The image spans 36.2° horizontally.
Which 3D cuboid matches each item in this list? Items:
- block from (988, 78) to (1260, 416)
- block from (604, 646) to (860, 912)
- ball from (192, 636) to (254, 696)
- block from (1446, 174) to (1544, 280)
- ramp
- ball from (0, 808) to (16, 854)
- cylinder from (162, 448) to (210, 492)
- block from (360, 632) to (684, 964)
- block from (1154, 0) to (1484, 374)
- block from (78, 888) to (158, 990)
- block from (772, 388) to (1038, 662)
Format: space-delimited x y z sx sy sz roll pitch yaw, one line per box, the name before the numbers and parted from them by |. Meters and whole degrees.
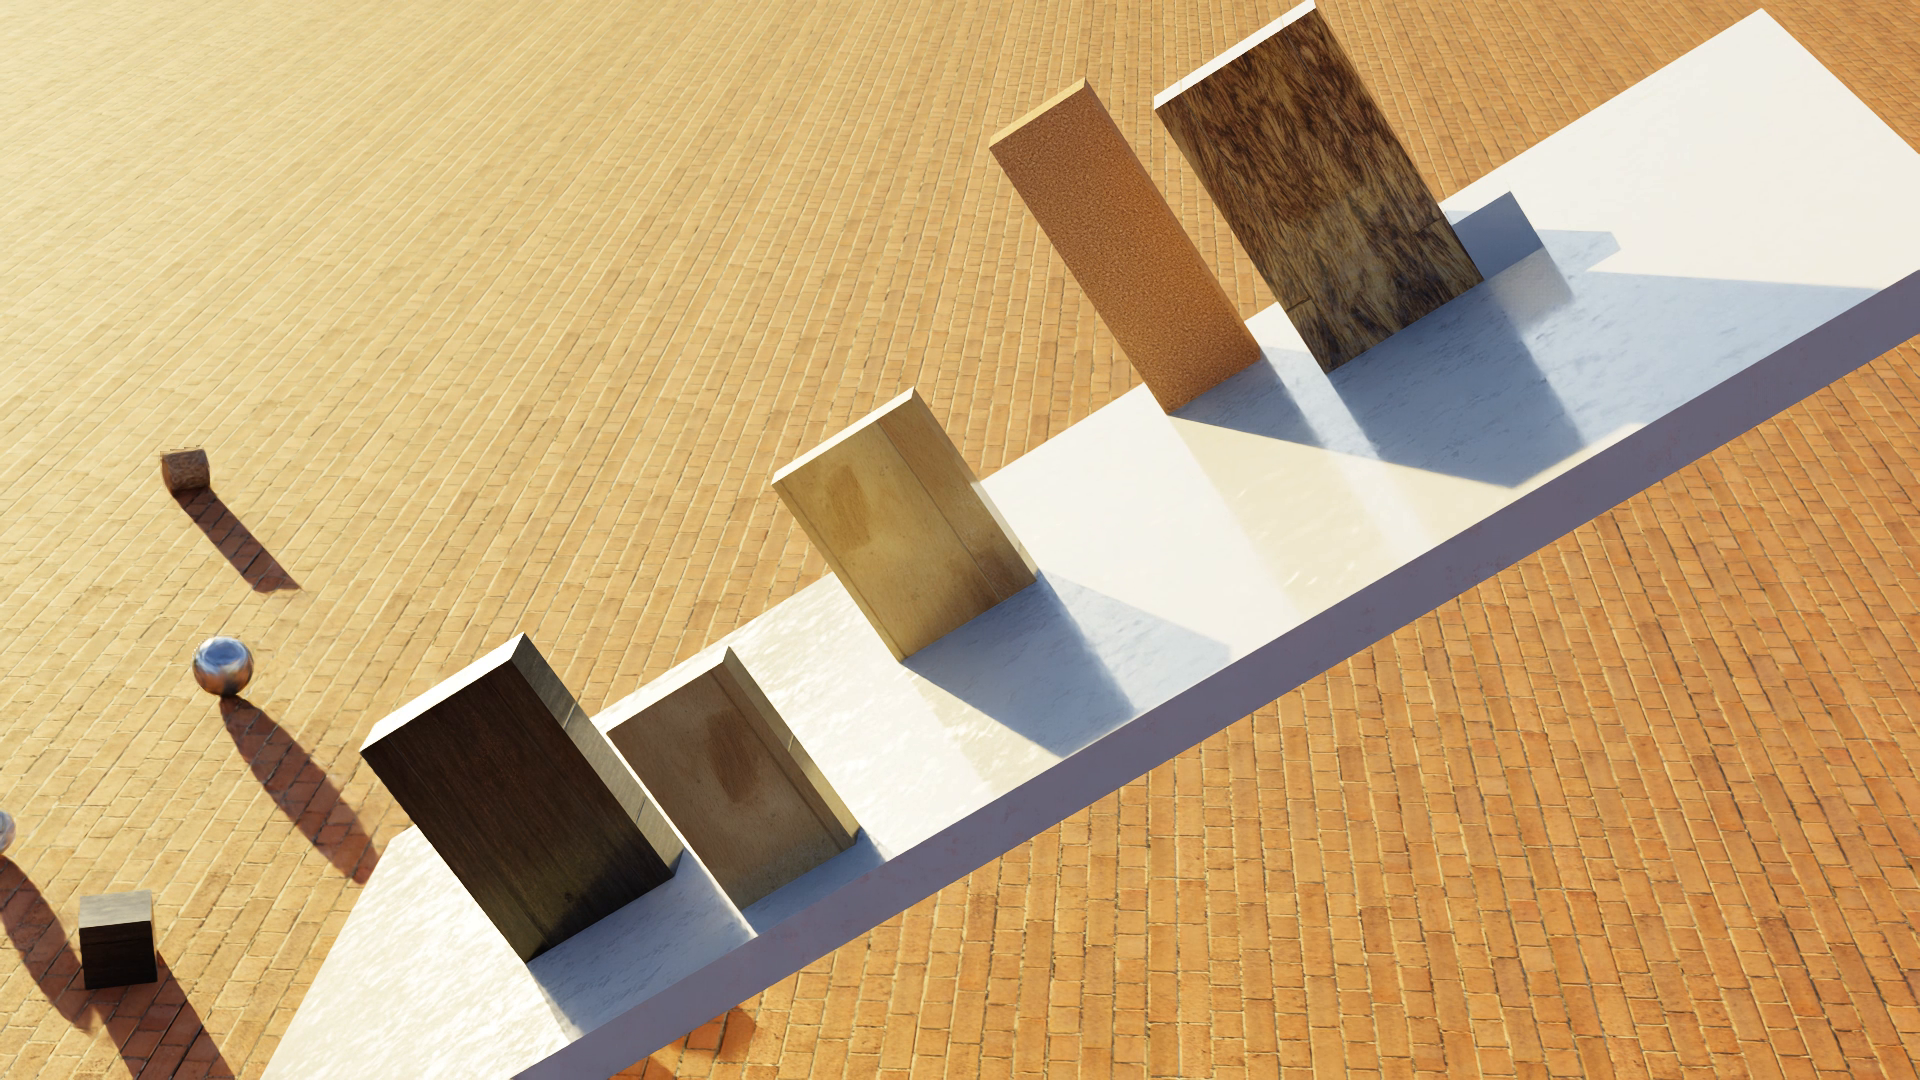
block | 0.379 -0.666 6.710 0.254 0.747 0.111 -31 15 14
block | -0.430 0.455 5.595 0.273 0.443 0.084 -31 15 14
ball | -2.197 0.377 8.772 0.180 0.180 0.180 0 20 0
block | 1.137 -0.665 6.260 0.142 0.142 0.142 -31 15 14
ramp | 0.139 0.171 6.297 4.000 0.100 2.000 -31 15 14
ball | -2.566 0.771 7.787 0.130 0.130 0.130 0 20 0
cylinder | -2.767 -0.250 10.511 0.140 0.140 0.140 -10 23 -26
block | -0.903 0.538 6.095 0.389 0.574 0.142 -31 15 14
block | 0.763 -0.748 6.255 0.393 0.689 0.128 -31 15 14
block | -2.055 0.975 7.186 0.169 0.169 0.169 -5 21 -13
block | -0.116 -0.029 6.322 0.360 0.487 0.081 -31 15 14
